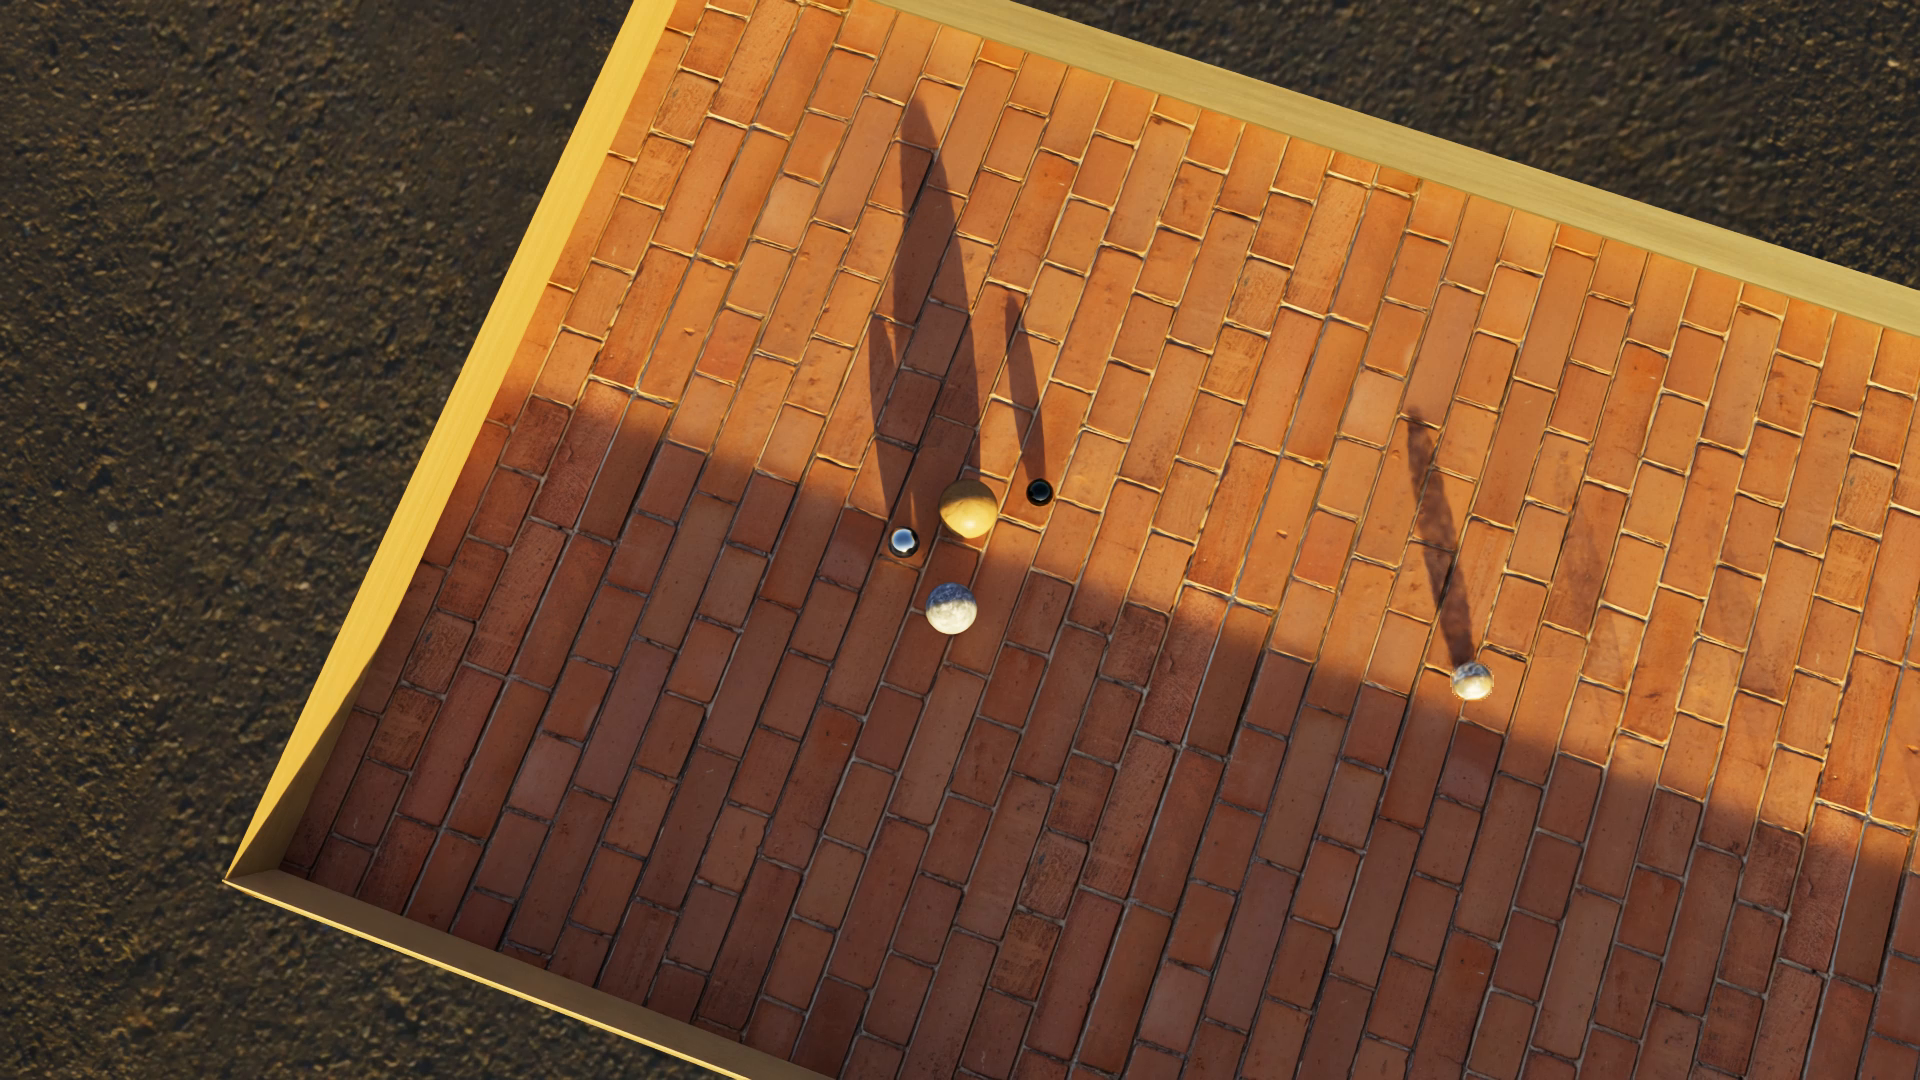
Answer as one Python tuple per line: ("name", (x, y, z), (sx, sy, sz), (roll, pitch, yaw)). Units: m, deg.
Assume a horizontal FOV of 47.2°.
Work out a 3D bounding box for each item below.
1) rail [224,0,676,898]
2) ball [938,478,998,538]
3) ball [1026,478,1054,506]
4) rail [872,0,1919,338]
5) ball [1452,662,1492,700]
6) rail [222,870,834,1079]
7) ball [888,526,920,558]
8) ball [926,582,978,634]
("rail", (-0.736, -0.264, 3.451), (0.045, 0.121, 1.741), (19, 73, 6))
("ball", (0.012, -0.049, 3.398), (0.093, 0.093, 0.093), (0, 72, 0))
("ball", (0.125, -0.074, 3.432), (0.044, 0.044, 0.044), (0, 72, 0))
("rail", (1.049, -0.503, 3.527), (3.230, 0.121, 0.045), (19, 73, 6))
("ball", (0.776, 0.214, 3.332), (0.059, 0.059, 0.059), (0, 72, 0))
("rail", (0.469, 1.013, 3.044), (3.230, 0.121, 0.045), (19, 73, 6))
("ball", (-0.087, 0.003, 3.404), (0.050, 0.050, 0.050), (0, 72, 0))
("ball", (-0.013, 0.104, 3.356), (0.080, 0.080, 0.080), (0, 72, 0))
